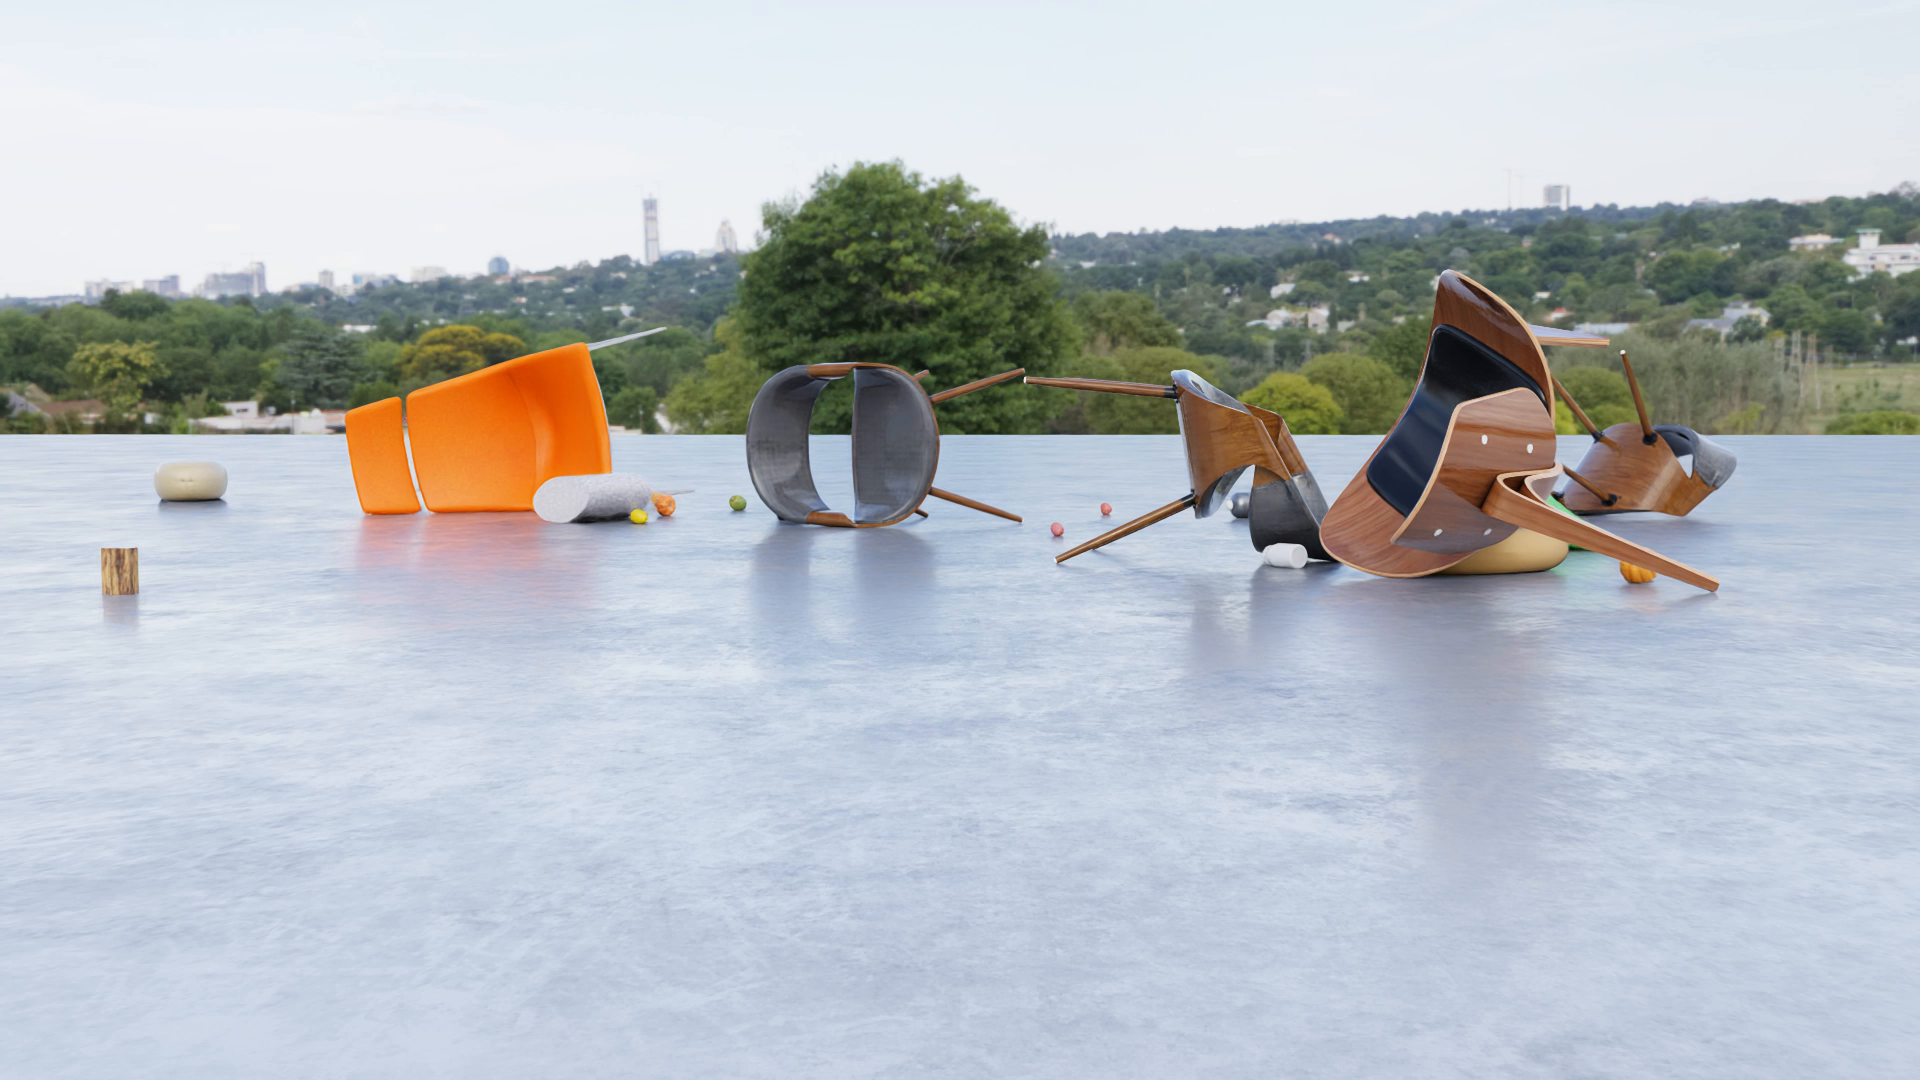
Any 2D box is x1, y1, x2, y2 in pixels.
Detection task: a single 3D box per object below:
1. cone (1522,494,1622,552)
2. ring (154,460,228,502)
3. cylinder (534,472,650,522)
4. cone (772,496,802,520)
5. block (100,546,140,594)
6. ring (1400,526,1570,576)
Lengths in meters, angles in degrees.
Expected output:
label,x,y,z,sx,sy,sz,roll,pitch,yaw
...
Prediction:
label,x,y,z,sx,sy,sz,roll,pitch,yaw
cone,1.731,-0.011,6.148,0.256,0.159,0.251,22,18,27
ring,-3.126,-0.242,8.943,0.284,0.158,0.497,-3,3,-15
cylinder,-1.255,-0.145,7.512,0.246,0.154,0.331,-11,-2,31
cone,-0.605,-0.088,7.520,0.119,0.107,0.067,-2,41,31
block,-1.842,0.067,4.821,0.066,0.102,0.038,1,4,11
ring,1.289,0.026,5.394,0.483,0.108,0.184,-2,3,-22
